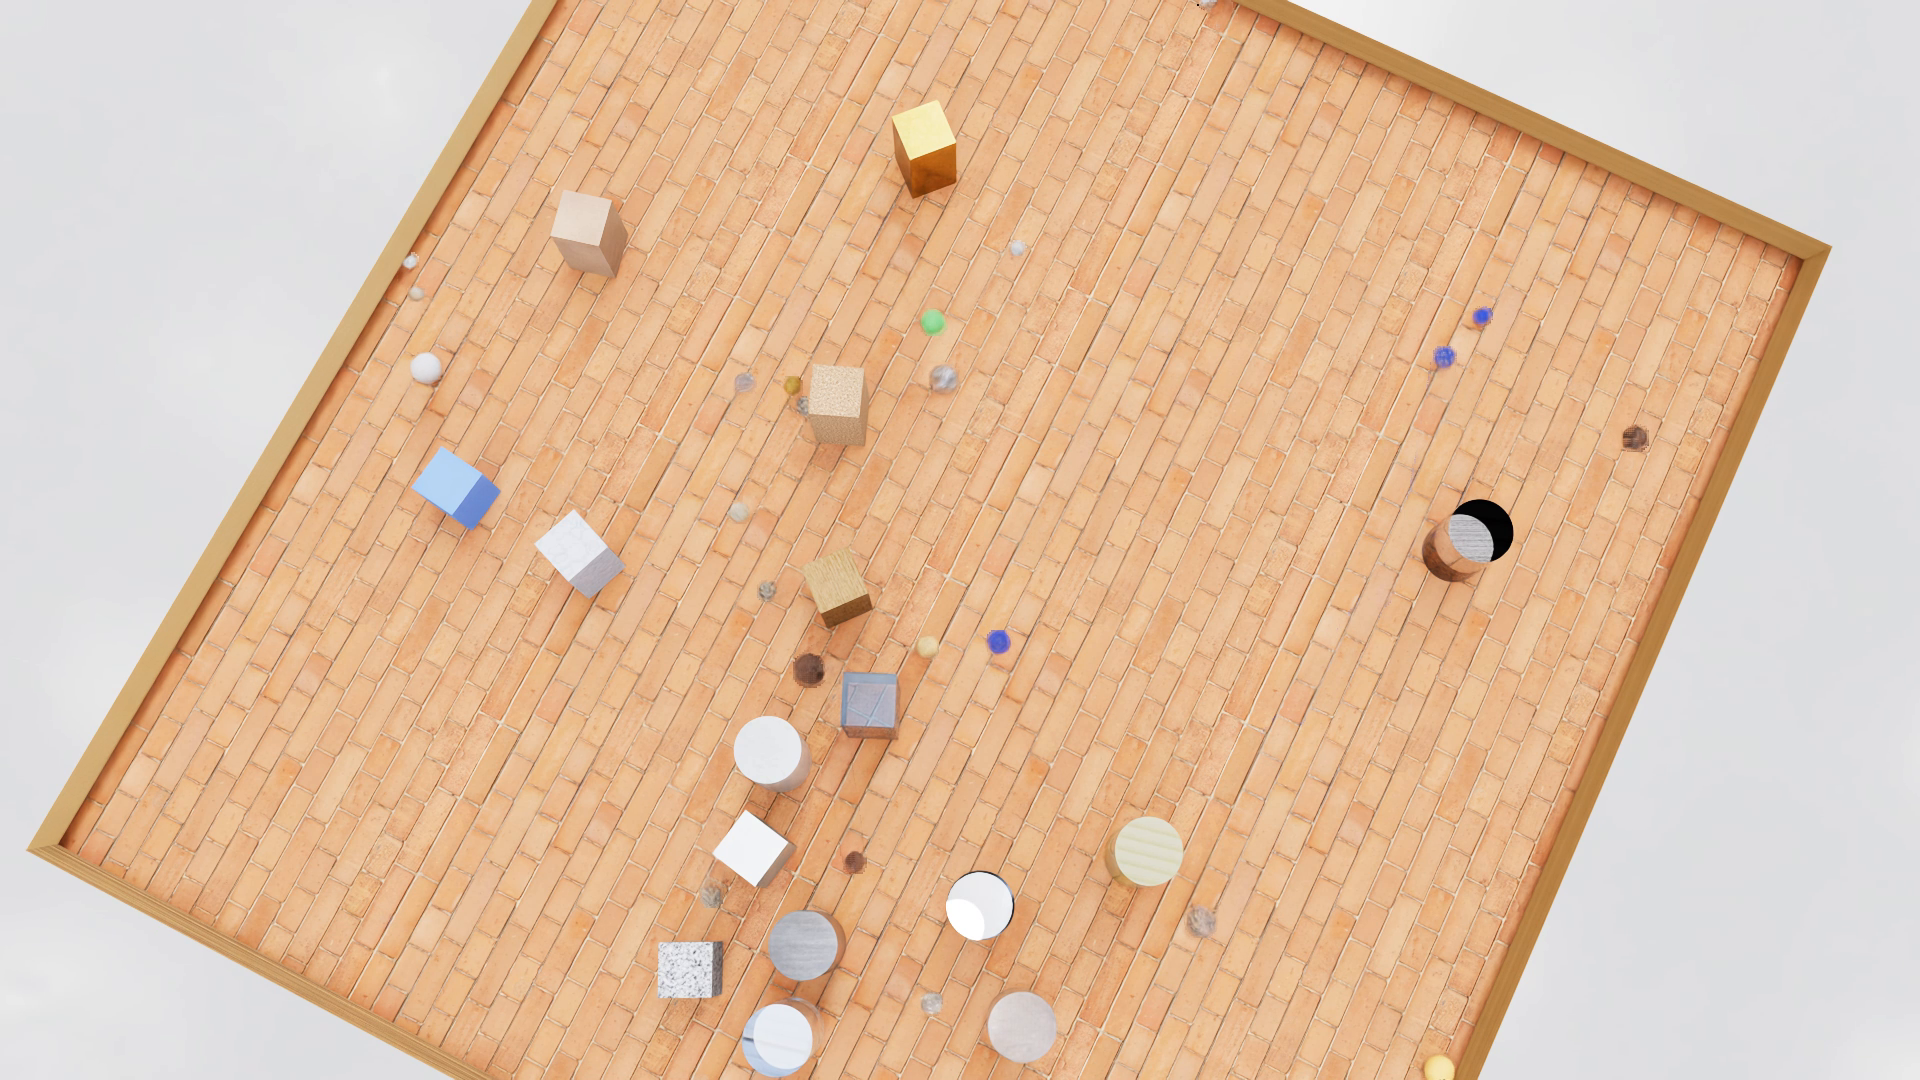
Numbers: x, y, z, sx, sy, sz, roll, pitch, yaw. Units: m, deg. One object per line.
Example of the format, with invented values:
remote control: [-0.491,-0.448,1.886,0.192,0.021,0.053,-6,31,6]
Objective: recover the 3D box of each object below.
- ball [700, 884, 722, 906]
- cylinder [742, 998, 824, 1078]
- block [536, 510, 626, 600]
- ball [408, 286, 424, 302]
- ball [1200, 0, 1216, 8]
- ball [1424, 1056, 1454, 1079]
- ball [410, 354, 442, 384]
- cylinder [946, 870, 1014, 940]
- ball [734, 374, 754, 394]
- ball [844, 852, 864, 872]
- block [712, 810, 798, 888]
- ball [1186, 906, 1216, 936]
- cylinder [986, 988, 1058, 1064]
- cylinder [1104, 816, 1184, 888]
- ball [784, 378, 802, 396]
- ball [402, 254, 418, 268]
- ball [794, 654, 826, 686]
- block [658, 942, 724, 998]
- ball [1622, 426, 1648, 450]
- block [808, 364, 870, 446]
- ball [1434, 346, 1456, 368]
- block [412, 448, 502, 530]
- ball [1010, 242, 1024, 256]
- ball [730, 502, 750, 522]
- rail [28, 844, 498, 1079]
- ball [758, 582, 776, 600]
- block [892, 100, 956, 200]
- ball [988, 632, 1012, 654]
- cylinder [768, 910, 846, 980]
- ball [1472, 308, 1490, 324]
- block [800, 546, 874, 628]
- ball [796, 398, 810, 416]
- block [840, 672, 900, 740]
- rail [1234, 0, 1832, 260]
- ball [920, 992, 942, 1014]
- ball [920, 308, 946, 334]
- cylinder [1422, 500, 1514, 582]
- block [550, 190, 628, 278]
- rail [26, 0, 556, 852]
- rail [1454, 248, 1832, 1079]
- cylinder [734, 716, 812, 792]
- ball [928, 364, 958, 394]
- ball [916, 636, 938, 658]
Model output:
ball: [-0.730,1.041,5.369,0.064,0.064,0.064,0,78,0]
cylinder: [-0.487,1.379,5.100,0.189,0.453,0.189,0,78,0]
block: [-1.126,0.046,5.452,0.151,0.304,0.151,-42,81,-8]
ball: [-1.706,-0.771,5.751,0.049,0.049,0.049,0,78,0]
ball: [0.805,-1.756,5.950,0.058,0.058,0.058,0,78,0]
ball: [1.375,1.523,5.257,0.086,0.086,0.086,0,78,0]
ball: [-1.654,-0.532,5.678,0.094,0.094,0.094,0,78,0]
cylinder: [0.057,1.042,5.222,0.189,0.349,0.189,0,78,0]
ball: [-0.670,-0.487,5.685,0.062,0.062,0.062,0,78,0]
ball: [-0.310,0.948,5.390,0.060,0.060,0.060,0,78,0]
block: [-0.586,0.892,5.272,0.151,0.313,0.151,36,81,7]
ball: [0.704,1.111,5.343,0.086,0.086,0.086,0,78,0]
cylinder: [0.170,1.361,5.158,0.189,0.347,0.189,0,78,0]
cylinder: [0.520,0.895,5.230,0.189,0.393,0.189,0,78,0]
ball: [-0.520,-0.477,5.686,0.056,0.056,0.056,0,78,0]
ball: [-1.734,-0.879,5.775,0.046,0.046,0.046,0,78,0]
ball: [-0.449,0.388,5.488,0.094,0.094,0.094,0,78,0]
block: [-0.769,1.227,5.242,0.151,0.237,0.151,-1,78,0]
ball: [2.078,-0.314,5.644,0.073,0.073,0.073,0,78,0]
block: [-0.363,-0.403,5.530,0.151,0.333,0.151,5,78,1]
ball: [1.508,-0.569,5.701,0.064,0.064,0.064,0,78,0]
block: [-1.518,-0.152,5.532,0.151,0.228,0.151,33,80,6]
ball: [0.180,-0.917,5.783,0.044,0.044,0.044,0,78,0]
ball: [-0.674,-0.086,5.603,0.062,0.062,0.062,0,78,0]
rail: [-0.900,1.769,5.187,4.014,0.122,0.045,26,80,5]
ball: [-0.584,0.153,5.556,0.055,0.055,0.055,0,78,0]
block: [-0.109,-1.213,5.709,0.151,0.310,0.151,-21,79,-4]
ball: [0.118,0.310,5.516,0.071,0.071,0.071,0,78,0]
cylinder: [-0.427,1.143,5.180,0.189,0.393,0.189,0,78,0]
ball: [1.632,-0.700,5.734,0.053,0.053,0.053,0,78,0]
block: [-0.363,0.144,5.440,0.151,0.288,0.151,-23,79,-5]
ball: [-0.476,-0.412,5.671,0.059,0.059,0.059,0,78,0]
block: [-0.256,0.485,5.326,0.151,0.372,0.151,2,78,0]
rail: [0.900,-1.756,5.916,4.014,0.122,0.045,26,80,5]
ball: [-0.085,1.342,5.307,0.062,0.062,0.062,0,78,0]
ball: [-0.083,-0.682,5.718,0.077,0.077,0.077,0,78,0]
cylinder: [1.507,0.005,5.454,0.189,0.315,0.189,0,78,0]
block: [-1.142,-0.943,5.666,0.151,0.285,0.151,13,79,3]
rail: [-1.774,-0.862,5.731,0.045,0.122,4.073,26,80,5]
rail: [1.774,0.875,5.372,0.045,0.122,4.073,26,80,5]
cylinder: [-0.537,0.623,5.297,0.189,0.372,0.189,0,78,0]
ball: [-0.053,-0.498,5.672,0.092,0.092,0.092,0,78,0]
ball: [-0.099,0.324,5.516,0.065,0.065,0.065,0,78,0]
